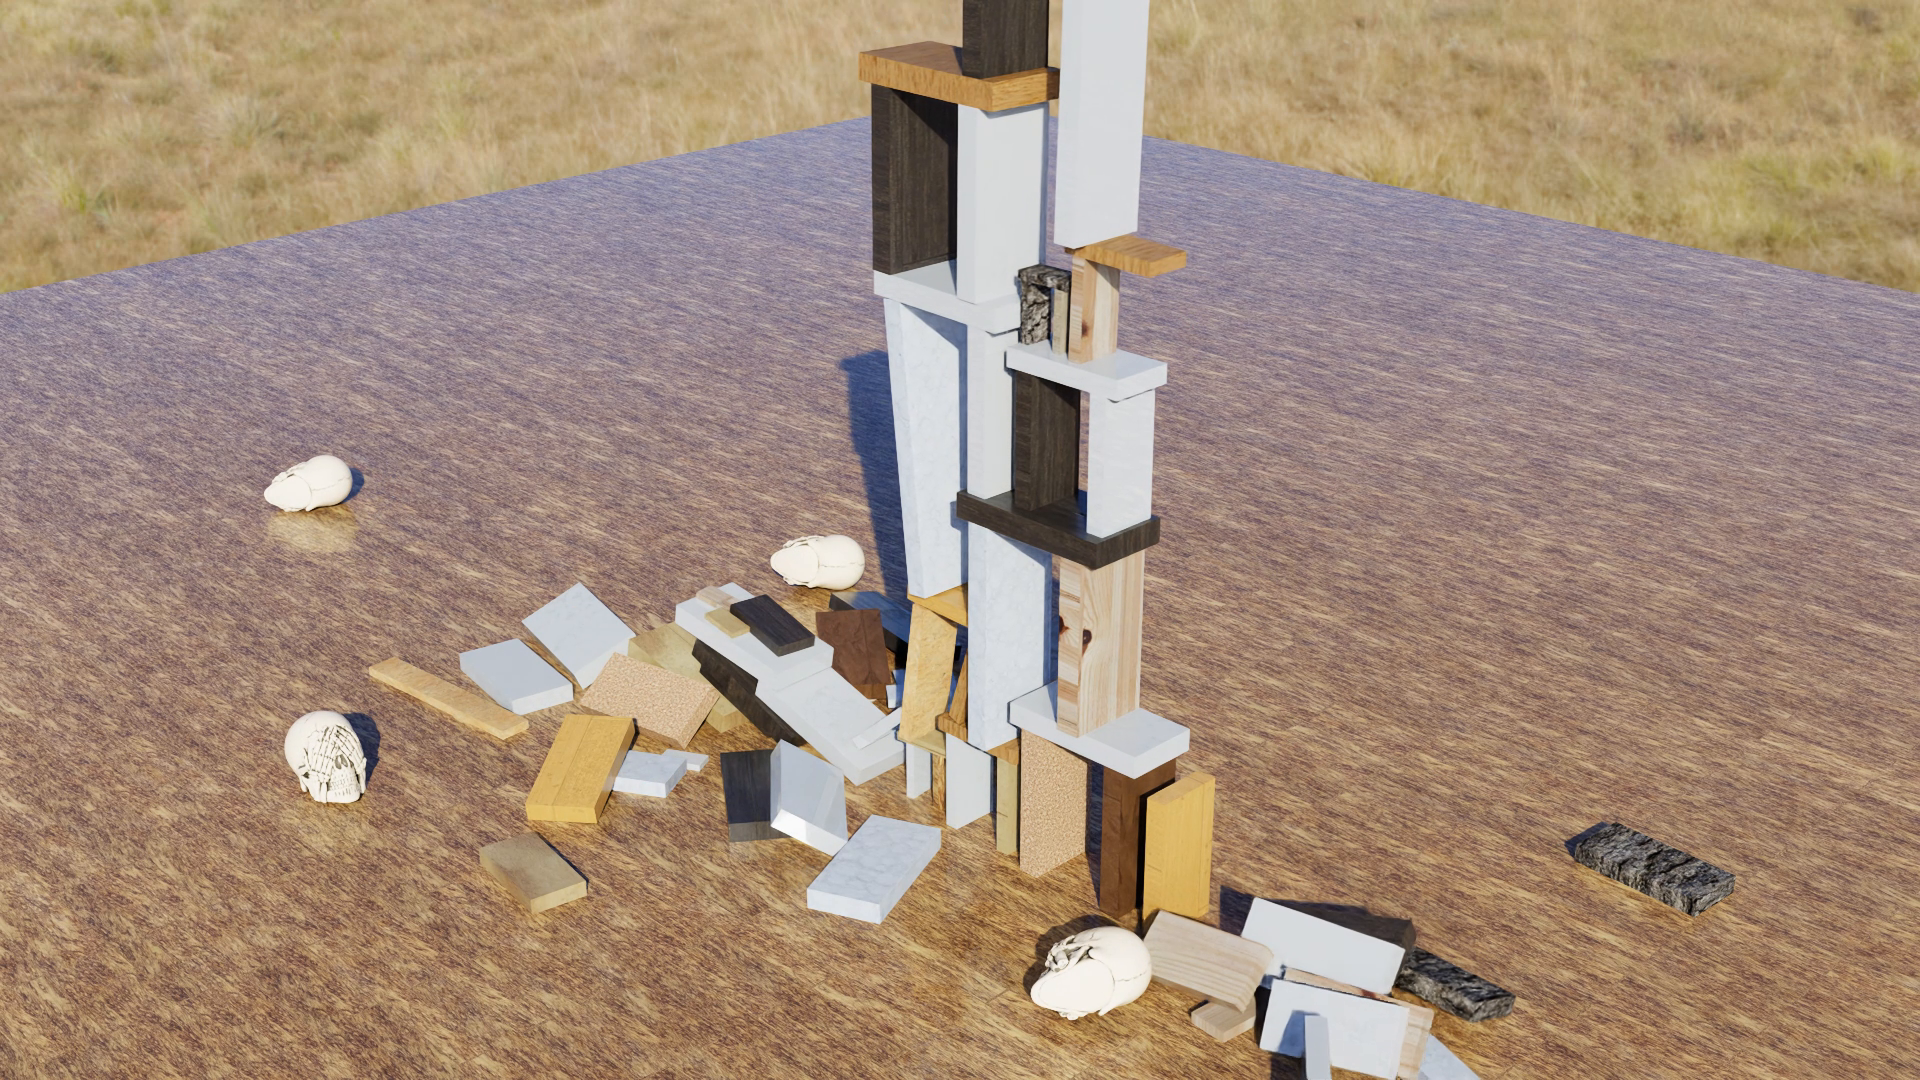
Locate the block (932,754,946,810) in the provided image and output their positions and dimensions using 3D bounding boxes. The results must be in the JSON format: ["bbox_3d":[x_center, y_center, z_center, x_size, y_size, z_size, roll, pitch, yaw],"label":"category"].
[{"bbox_3d":[-0.024,0.481,4.463,0.064,0.128,0.018,-15,27,-32],"label":"block"}]

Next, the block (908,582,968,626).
[{"bbox_3d":[0.011,0.119,4.275,0.109,0.031,0.218,-20,31,-39],"label":"block"}]

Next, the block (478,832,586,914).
[{"bbox_3d":[-0.821,0.636,4.219,0.114,0.032,0.228,-16,28,-33],"label":"block"}]

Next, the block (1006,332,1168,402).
[{"bbox_3d":[0.221,-0.307,3.858,0.130,0.037,0.260,-21,31,-40],"label":"block"}]

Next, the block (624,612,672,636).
[{"bbox_3d":[-0.674,0.261,5.086,0.165,0.047,0.329,-21,31,-40],"label":"block"}]

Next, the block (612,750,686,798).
[{"bbox_3d":[-0.698,0.481,4.586,0.228,0.032,0.114,6,24,15],"label":"block"}]

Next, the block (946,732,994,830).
[{"bbox_3d":[0.020,0.465,4.399,0.029,0.208,0.104,21,31,41],"label":"block"}]

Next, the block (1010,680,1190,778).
[{"bbox_3d":[0.259,0.346,4.098,0.309,0.044,0.154,21,31,40],"label":"block"}]

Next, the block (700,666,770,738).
[{"bbox_3d":[-0.451,0.329,4.811,0.228,0.032,0.114,41,42,23],"label":"block"}]

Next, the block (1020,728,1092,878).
[{"bbox_3d":[0.186,0.480,4.233,0.044,0.309,0.154,21,31,41],"label":"block"}]

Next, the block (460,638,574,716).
[{"bbox_3d":[-1.006,0.309,4.980,0.144,0.041,0.288,-15,27,-32],"label":"block"}]

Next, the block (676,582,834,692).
[{"bbox_3d":[-0.449,0.207,4.784,0.328,0.046,0.164,30,37,33],"label":"block"}]

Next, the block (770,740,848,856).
[{"bbox_3d":[-0.304,0.514,4.396,0.148,0.042,0.297,28,17,-15],"label":"block"}]

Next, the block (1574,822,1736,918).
[{"bbox_3d":[1.334,0.631,4.226,0.132,0.037,0.265,-19,29,-37],"label":"block"}]

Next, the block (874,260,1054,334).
[{"bbox_3d":[0.010,-0.454,4.025,0.162,0.046,0.324,-20,31,-39],"label":"block"}]

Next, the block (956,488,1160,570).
[{"bbox_3d":[0.176,-0.042,4.009,0.346,0.049,0.173,21,31,41],"label":"block"}]

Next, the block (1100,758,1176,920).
[{"bbox_3d":[0.332,0.537,4.099,0.044,0.309,0.154,21,31,41],"label":"block"}]

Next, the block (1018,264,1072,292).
[{"bbox_3d":[0.164,-0.460,3.853,0.116,0.016,0.058,21,31,41],"label":"block"}]

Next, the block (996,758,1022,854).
[{"bbox_3d":[0.119,0.503,4.309,0.029,0.208,0.104,21,31,41],"label":"block"}]

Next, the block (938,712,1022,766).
[{"bbox_3d":[0.069,0.375,4.307,0.104,0.029,0.208,-21,31,-40],"label":"block"}]

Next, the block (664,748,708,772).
[{"bbox_3d":[-0.585,0.465,4.648,0.095,0.014,0.048,7,24,16],"label":"block"}]

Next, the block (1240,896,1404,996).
[{"bbox_3d":[0.612,0.727,3.790,0.284,0.142,0.040,14,-11,40],"label":"block"}]

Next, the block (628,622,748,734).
[{"bbox_3d":[-0.572,0.297,4.901,0.329,0.047,0.165,35,39,32],"label":"block"}]

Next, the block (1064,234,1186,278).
[{"bbox_3d":[0.279,-0.488,3.720,0.095,0.027,0.190,-21,33,-41],"label":"block"}]

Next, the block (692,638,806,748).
[{"bbox_3d":[-0.416,0.310,4.786,0.164,0.046,0.328,-23,56,-42],"label":"block"}]

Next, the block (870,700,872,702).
[{"bbox_3d":[-0.240,0.329,4.960,0.071,0.020,0.141,-18,29,-36],"label":"block"}]

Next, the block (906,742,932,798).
[{"bbox_3d":[-0.083,0.460,4.513,0.018,0.128,0.064,16,28,34],"label":"block"}]

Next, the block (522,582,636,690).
[{"bbox_3d":[-0.879,0.219,5.105,0.165,0.047,0.329,-35,35,-16],"label":"block"}]

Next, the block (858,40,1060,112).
[{"bbox_3d":[-0.001,-0.822,3.883,0.173,0.049,0.346,-20,31,-39],"label":"block"}]

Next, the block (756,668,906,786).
[{"bbox_3d":[-0.265,0.379,4.676,0.164,0.046,0.328,-23,50,-42],"label":"block"}]

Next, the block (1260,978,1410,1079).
[{"bbox_3d":[0.620,0.811,3.651,0.236,0.118,0.033,5,-15,37],"label":"block"}]

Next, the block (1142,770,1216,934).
[{"bbox_3d":[0.401,0.579,4.033,0.142,0.284,0.040,-21,31,-40],"label":"block"}]

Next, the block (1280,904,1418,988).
[{"bbox_3d":[0.644,0.719,3.868,0.284,0.040,0.142,1,40,37],"label":"block"}]

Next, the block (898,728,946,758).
[{"bbox_3d":[-0.058,0.403,4.460,0.128,0.018,0.064,18,29,36],"label":"block"}]
